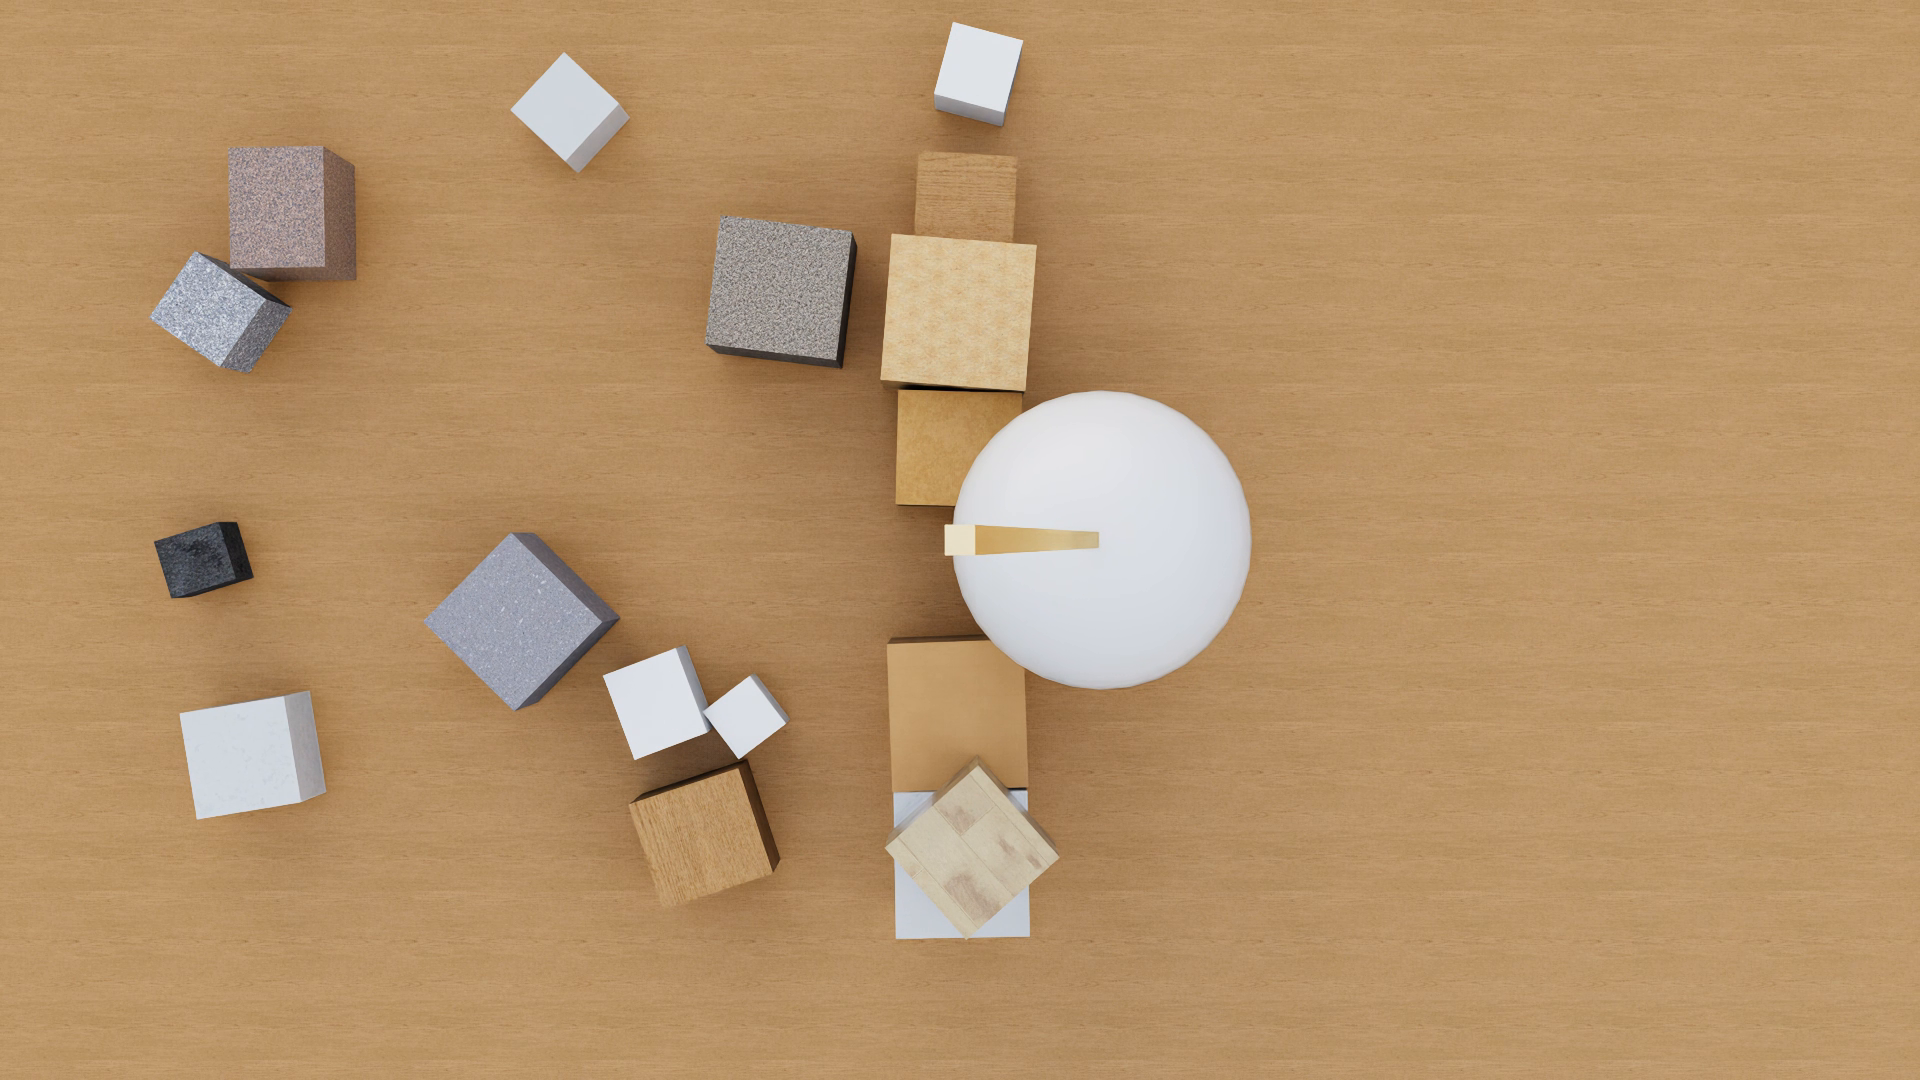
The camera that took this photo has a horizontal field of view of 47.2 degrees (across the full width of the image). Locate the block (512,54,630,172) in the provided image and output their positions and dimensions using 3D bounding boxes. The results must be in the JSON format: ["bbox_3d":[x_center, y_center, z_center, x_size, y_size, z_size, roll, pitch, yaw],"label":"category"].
[{"bbox_3d":[-2.260,-2.477,12.786,0.430,0.428,0.451,43,90,0],"label":"block"}]

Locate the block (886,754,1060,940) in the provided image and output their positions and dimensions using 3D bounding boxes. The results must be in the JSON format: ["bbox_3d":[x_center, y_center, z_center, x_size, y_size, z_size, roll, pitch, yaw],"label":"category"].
[{"bbox_3d":[0.064,1.639,11.816,0.653,0.586,0.645,-42,90,0],"label":"block"}]

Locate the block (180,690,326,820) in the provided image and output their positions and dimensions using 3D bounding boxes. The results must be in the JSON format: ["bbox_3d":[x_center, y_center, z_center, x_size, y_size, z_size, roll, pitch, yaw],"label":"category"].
[{"bbox_3d":[-4.090,1.238,12.749,0.600,0.502,0.610,-9,90,0],"label":"block"}]

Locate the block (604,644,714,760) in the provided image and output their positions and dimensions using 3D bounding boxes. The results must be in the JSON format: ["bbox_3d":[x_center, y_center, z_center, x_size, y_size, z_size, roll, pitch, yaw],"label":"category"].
[{"bbox_3d":[-1.739,0.936,12.770,0.441,0.459,0.513,-21,90,0],"label":"block"}]

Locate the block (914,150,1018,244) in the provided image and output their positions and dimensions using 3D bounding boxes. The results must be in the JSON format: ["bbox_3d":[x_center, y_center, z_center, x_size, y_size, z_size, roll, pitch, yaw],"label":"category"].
[{"bbox_3d":[0.033,-1.943,12.758,0.566,0.484,0.515,3,90,0],"label":"block"}]

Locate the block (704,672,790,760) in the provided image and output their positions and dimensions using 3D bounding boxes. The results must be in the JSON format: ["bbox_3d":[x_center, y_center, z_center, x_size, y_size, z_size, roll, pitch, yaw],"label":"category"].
[{"bbox_3d":[-1.243,1.024,12.836,0.340,0.328,0.345,-37,90,0],"label":"block"}]

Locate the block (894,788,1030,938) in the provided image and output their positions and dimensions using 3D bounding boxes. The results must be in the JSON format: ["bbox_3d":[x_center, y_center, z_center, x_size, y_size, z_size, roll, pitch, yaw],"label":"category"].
[{"bbox_3d":[0.009,1.790,12.554,0.737,0.891,0.799,-1,90,0],"label":"block"}]

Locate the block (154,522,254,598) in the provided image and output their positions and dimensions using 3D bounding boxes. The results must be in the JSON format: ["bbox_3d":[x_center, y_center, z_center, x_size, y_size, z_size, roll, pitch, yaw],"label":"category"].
[{"bbox_3d":[-4.410,0.116,12.837,0.391,0.326,0.345,-17,90,0],"label":"block"}]

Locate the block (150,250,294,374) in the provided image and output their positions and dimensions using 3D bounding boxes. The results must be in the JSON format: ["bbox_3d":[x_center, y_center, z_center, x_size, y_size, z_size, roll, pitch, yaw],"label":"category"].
[{"bbox_3d":[-4.273,-1.313,12.741,0.488,0.518,0.464,35,90,0],"label":"block"}]

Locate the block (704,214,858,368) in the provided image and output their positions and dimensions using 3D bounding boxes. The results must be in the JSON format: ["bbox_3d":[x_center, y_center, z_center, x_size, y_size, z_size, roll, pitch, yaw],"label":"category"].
[{"bbox_3d":[-1.020,-1.418,12.671,0.743,0.658,0.728,7,90,0],"label":"block"}]

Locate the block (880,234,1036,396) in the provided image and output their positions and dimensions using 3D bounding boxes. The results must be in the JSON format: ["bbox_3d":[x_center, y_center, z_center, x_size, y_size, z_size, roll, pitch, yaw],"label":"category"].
[{"bbox_3d":[-0.008,-1.266,12.617,0.808,0.767,0.814,4,90,0],"label":"block"}]

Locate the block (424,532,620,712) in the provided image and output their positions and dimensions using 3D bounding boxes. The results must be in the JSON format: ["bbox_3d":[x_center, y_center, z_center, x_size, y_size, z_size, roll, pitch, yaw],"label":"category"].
[{"bbox_3d":[-2.506,0.459,12.657,0.718,0.685,0.702,45,90,0],"label":"block"}]

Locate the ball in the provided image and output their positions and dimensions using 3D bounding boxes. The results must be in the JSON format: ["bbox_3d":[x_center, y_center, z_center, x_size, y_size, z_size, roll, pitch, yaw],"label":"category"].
[{"bbox_3d":[0.752,0.000,11.727,1.600,1.600,1.600,0,90,0],"label":"ball"}]

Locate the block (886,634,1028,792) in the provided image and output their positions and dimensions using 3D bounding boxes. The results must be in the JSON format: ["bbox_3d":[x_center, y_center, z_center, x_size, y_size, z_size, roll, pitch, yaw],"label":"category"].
[{"bbox_3d":[-0.013,0.973,12.593,0.756,0.815,0.820,-2,90,0],"label":"block"}]

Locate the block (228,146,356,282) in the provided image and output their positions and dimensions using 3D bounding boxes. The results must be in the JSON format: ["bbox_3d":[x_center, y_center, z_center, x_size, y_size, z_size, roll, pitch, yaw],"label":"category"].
[{"bbox_3d":[-3.838,-1.869,12.675,0.532,0.650,0.678,-1,90,0],"label":"block"}]

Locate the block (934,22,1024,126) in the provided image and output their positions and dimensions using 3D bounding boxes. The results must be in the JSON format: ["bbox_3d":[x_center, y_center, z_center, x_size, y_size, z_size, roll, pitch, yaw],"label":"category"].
[{"bbox_3d":[0.106,-2.700,12.778,0.413,0.444,0.424,15,90,0],"label":"block"}]

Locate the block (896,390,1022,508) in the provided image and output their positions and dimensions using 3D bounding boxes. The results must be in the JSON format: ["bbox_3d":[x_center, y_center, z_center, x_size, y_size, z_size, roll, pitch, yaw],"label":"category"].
[{"bbox_3d":[-0.007,-0.515,12.692,0.697,0.616,0.645,1,90,0],"label":"block"}]

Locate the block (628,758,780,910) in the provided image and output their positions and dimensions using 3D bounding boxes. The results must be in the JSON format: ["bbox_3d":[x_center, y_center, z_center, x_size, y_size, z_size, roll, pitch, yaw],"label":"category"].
[{"bbox_3d":[-1.470,1.694,12.731,0.656,0.538,0.627,-18,90,0],"label":"block"}]

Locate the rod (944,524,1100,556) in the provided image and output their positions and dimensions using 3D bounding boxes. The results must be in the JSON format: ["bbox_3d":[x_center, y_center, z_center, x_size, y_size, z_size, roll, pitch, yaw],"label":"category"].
[{"bbox_3d":[0.326,0.000,8.354,0.080,5.200,0.080,0,90,7],"label":"rod"}]
